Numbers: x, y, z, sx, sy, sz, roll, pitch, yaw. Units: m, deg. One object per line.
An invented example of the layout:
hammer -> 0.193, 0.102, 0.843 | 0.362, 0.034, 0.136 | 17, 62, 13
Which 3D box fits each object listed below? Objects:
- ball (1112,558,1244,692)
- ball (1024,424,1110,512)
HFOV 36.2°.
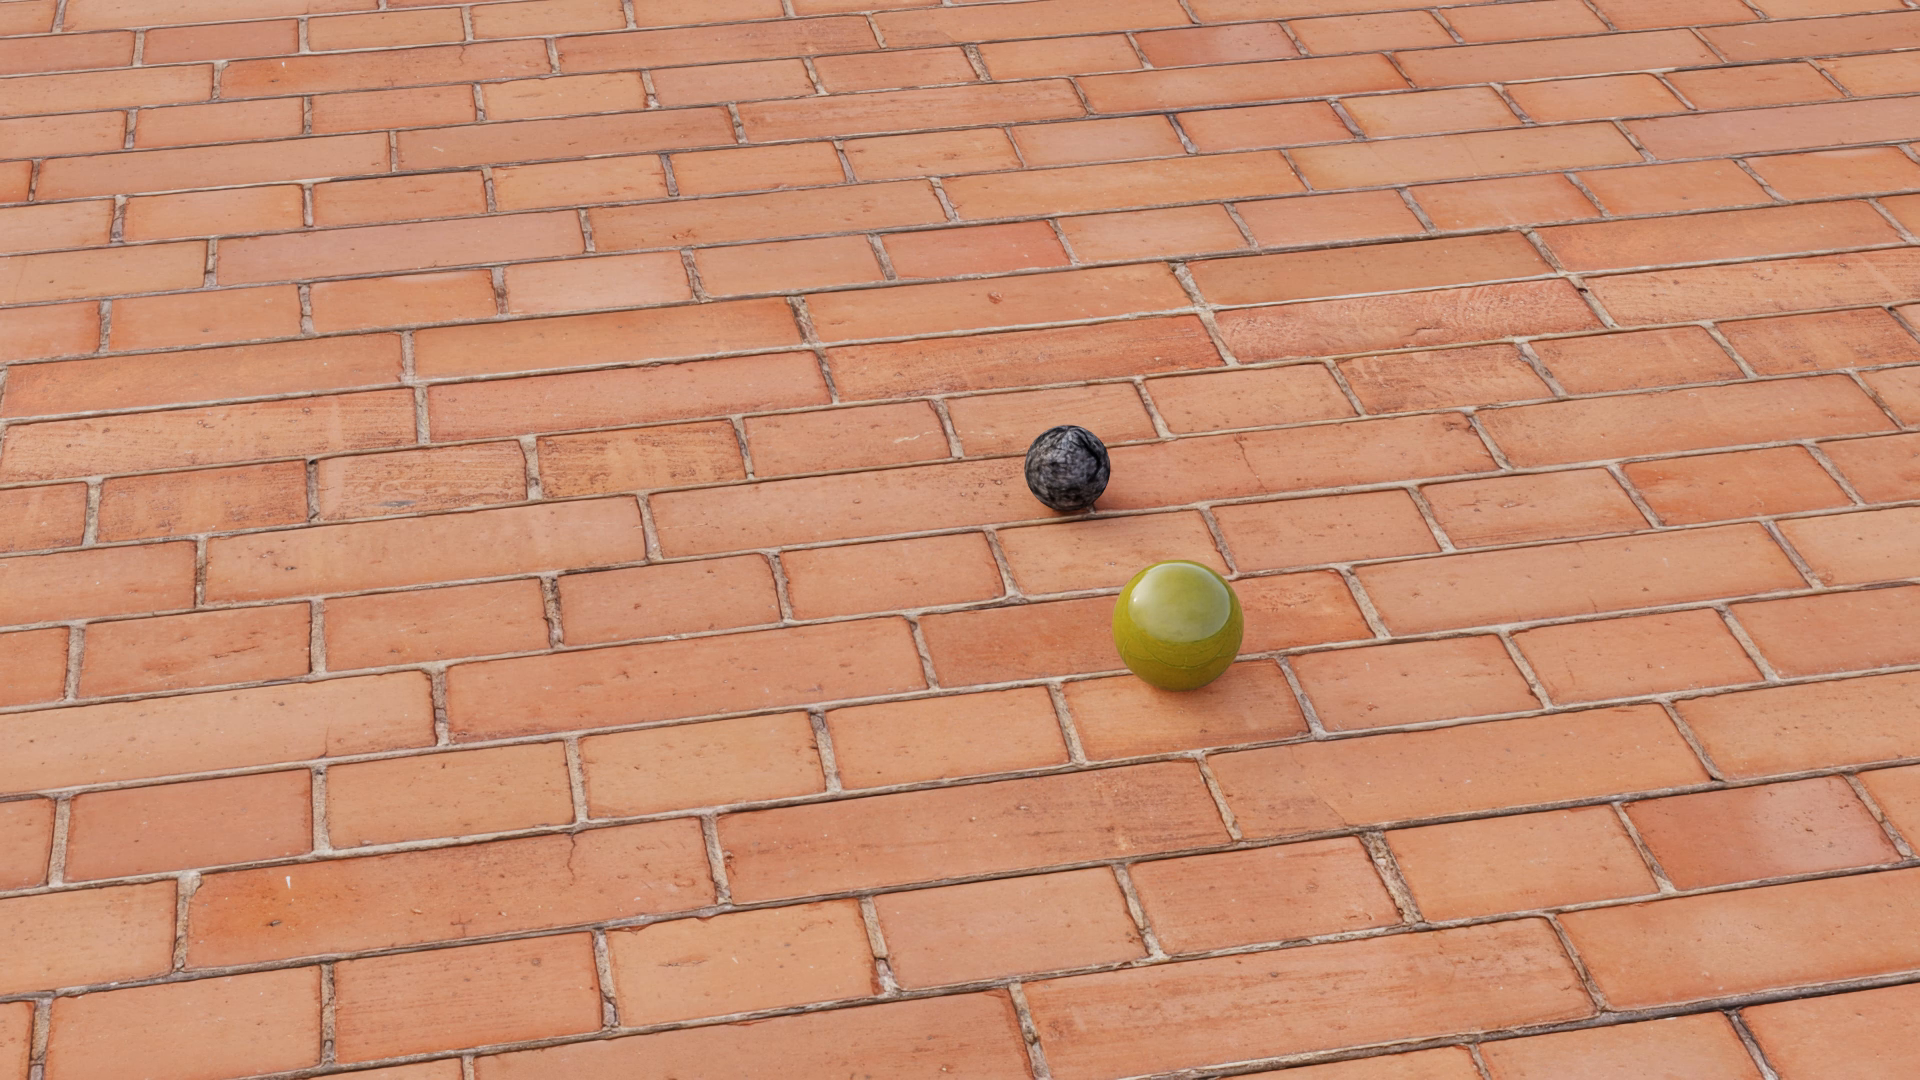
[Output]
ball -> 0.113, 0.044, 1.525 | 0.069, 0.069, 0.069 | 0, 32, 0
ball -> 0.061, -0.041, 1.679 | 0.049, 0.049, 0.049 | 0, 32, 0
